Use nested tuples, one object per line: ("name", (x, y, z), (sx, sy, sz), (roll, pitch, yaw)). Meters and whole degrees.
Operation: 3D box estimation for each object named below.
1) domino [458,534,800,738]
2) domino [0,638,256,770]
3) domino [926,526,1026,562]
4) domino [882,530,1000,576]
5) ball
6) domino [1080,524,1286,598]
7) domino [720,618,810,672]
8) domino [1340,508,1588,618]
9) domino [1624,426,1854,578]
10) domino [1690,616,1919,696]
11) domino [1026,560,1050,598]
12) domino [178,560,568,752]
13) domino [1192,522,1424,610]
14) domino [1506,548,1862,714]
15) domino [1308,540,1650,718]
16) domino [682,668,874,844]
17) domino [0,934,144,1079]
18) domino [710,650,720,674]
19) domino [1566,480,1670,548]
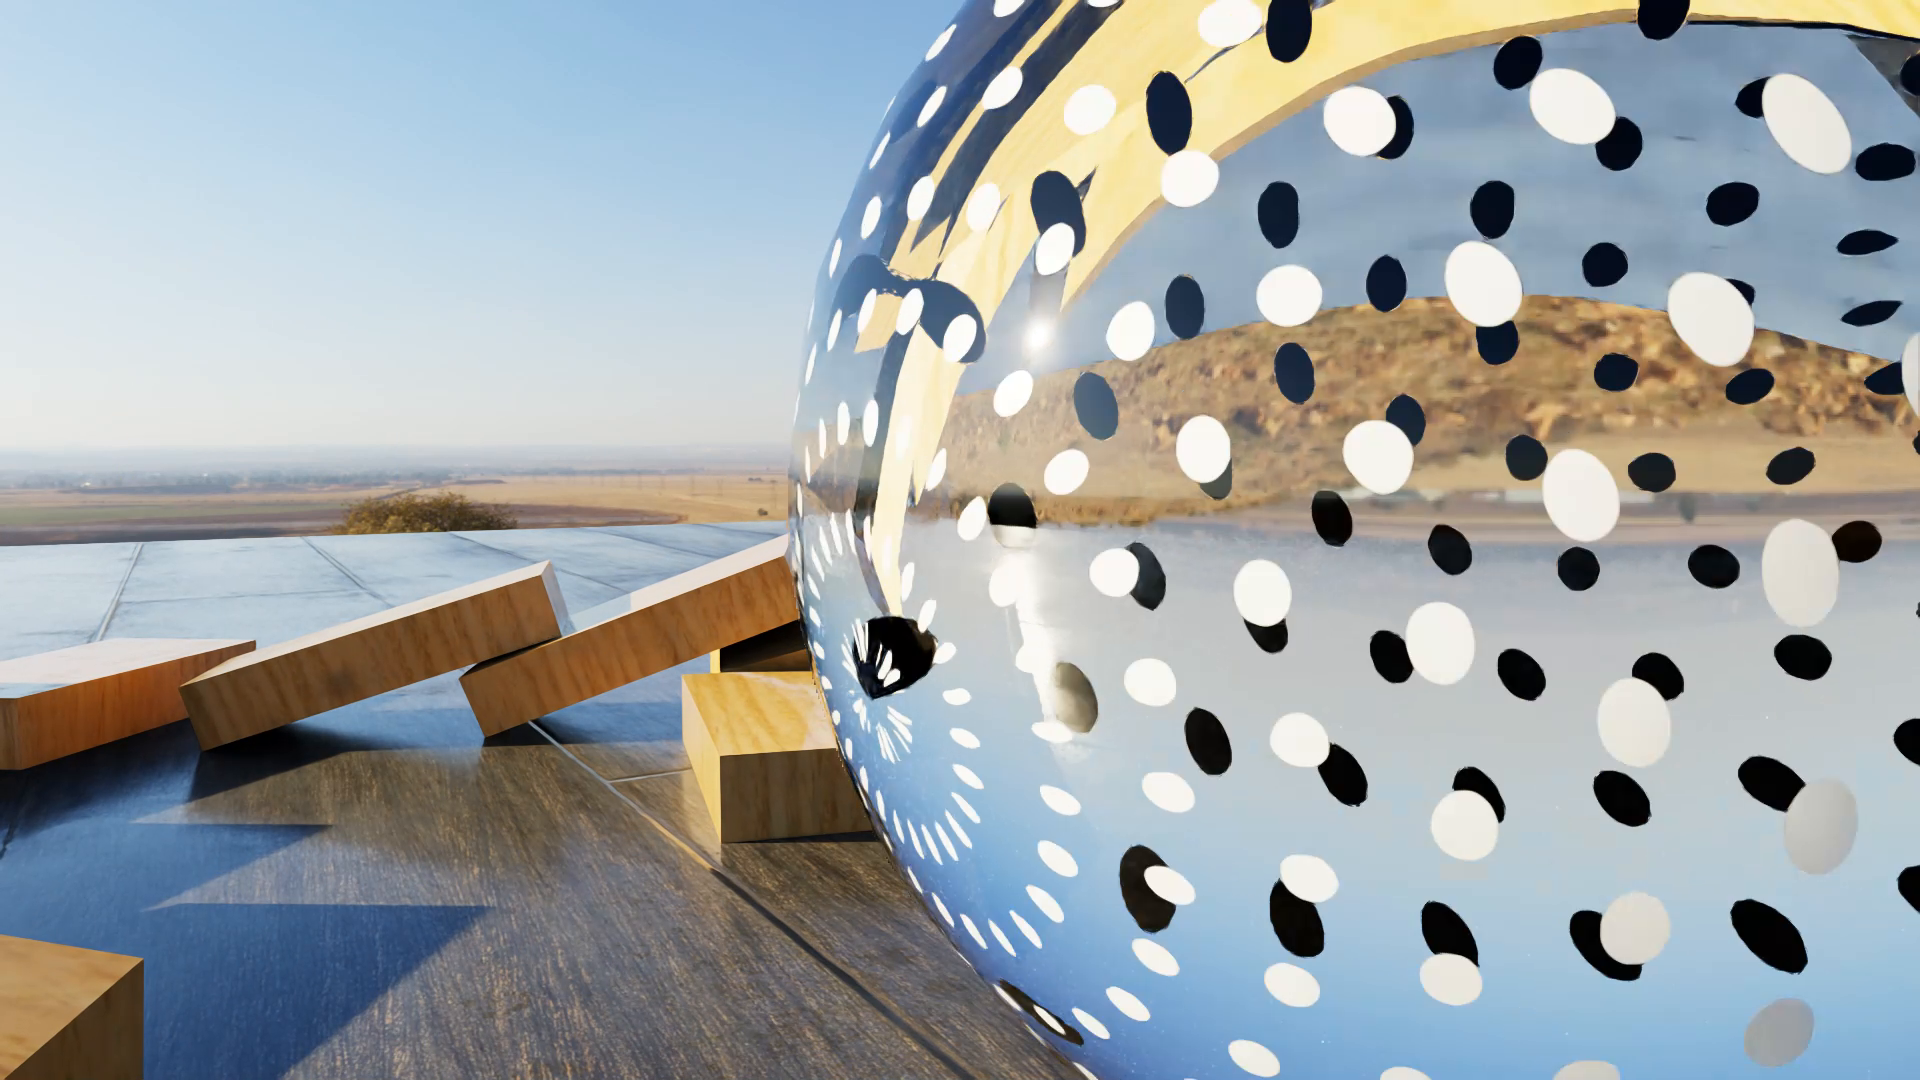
("domino", (-0.048, 0.014, 0.198), (0.050, 0.010, 0.025), (-21, 9, -1))
("domino", (-0.133, 0.023, 0.193), (0.025, 0.009, 0.050), (0, 4, 4))
("domino", (0.002, 0.009, 0.304), (0.025, 0.010, 0.050), (0, 18, 5))
("domino", (-0.004, 0.011, 0.269), (0.025, 0.009, 0.050), (-1, 20, 0))
("ball", (0.030, -0.003, 0.074), (0.080, 0.080, 0.080), (0, 4, 0))
("domino", (0.061, 0.006, 0.352), (0.050, 0.010, 0.025), (-1, -25, -13))
("domino", (-0.013, 0.014, 0.204), (0.050, 0.009, 0.025), (-15, 17, -7))
("domino", (0.118, 0.006, 0.300), (0.050, 0.009, 0.025), (-25, -13, 39))
("domino", (0.140, 0.002, 0.242), (0.025, 0.050, 0.009), (-1, 42, -17))
("domino", (0.152, 0.020, 0.237), (0.050, 0.009, 0.025), (-2, 5, -23))
("domino", (0.011, 0.012, 0.343), (0.025, 0.009, 0.050), (0, 4, 5))
("domino", (-0.086, 0.016, 0.195), (0.050, 0.009, 0.025), (-18, 9, -13))
("domino", (0.087, 0.007, 0.322), (0.050, 0.009, 0.025), (-17, -8, 38))
("domino", (0.122, 0.014, 0.218), (0.050, 0.010, 0.025), (-17, 11, -12))
("domino", (0.088, 0.014, 0.218), (0.050, 0.009, 0.025), (-21, 12, -19))
("domino", (-0.021, 0.026, 0.164), (0.025, 0.010, 0.050), (-1, 4, -17))
("domino", (-0.072, 0.027, 0.061), (0.050, 0.009, 0.025), (10, 15, 0))
("domino", (-0.017, 0.021, 0.231), (0.050, 0.009, 0.025), (2, 5, 29))
("domino", (0.136, 0.005, 0.271), (0.025, 0.009, 0.050), (-3, -28, -36))
